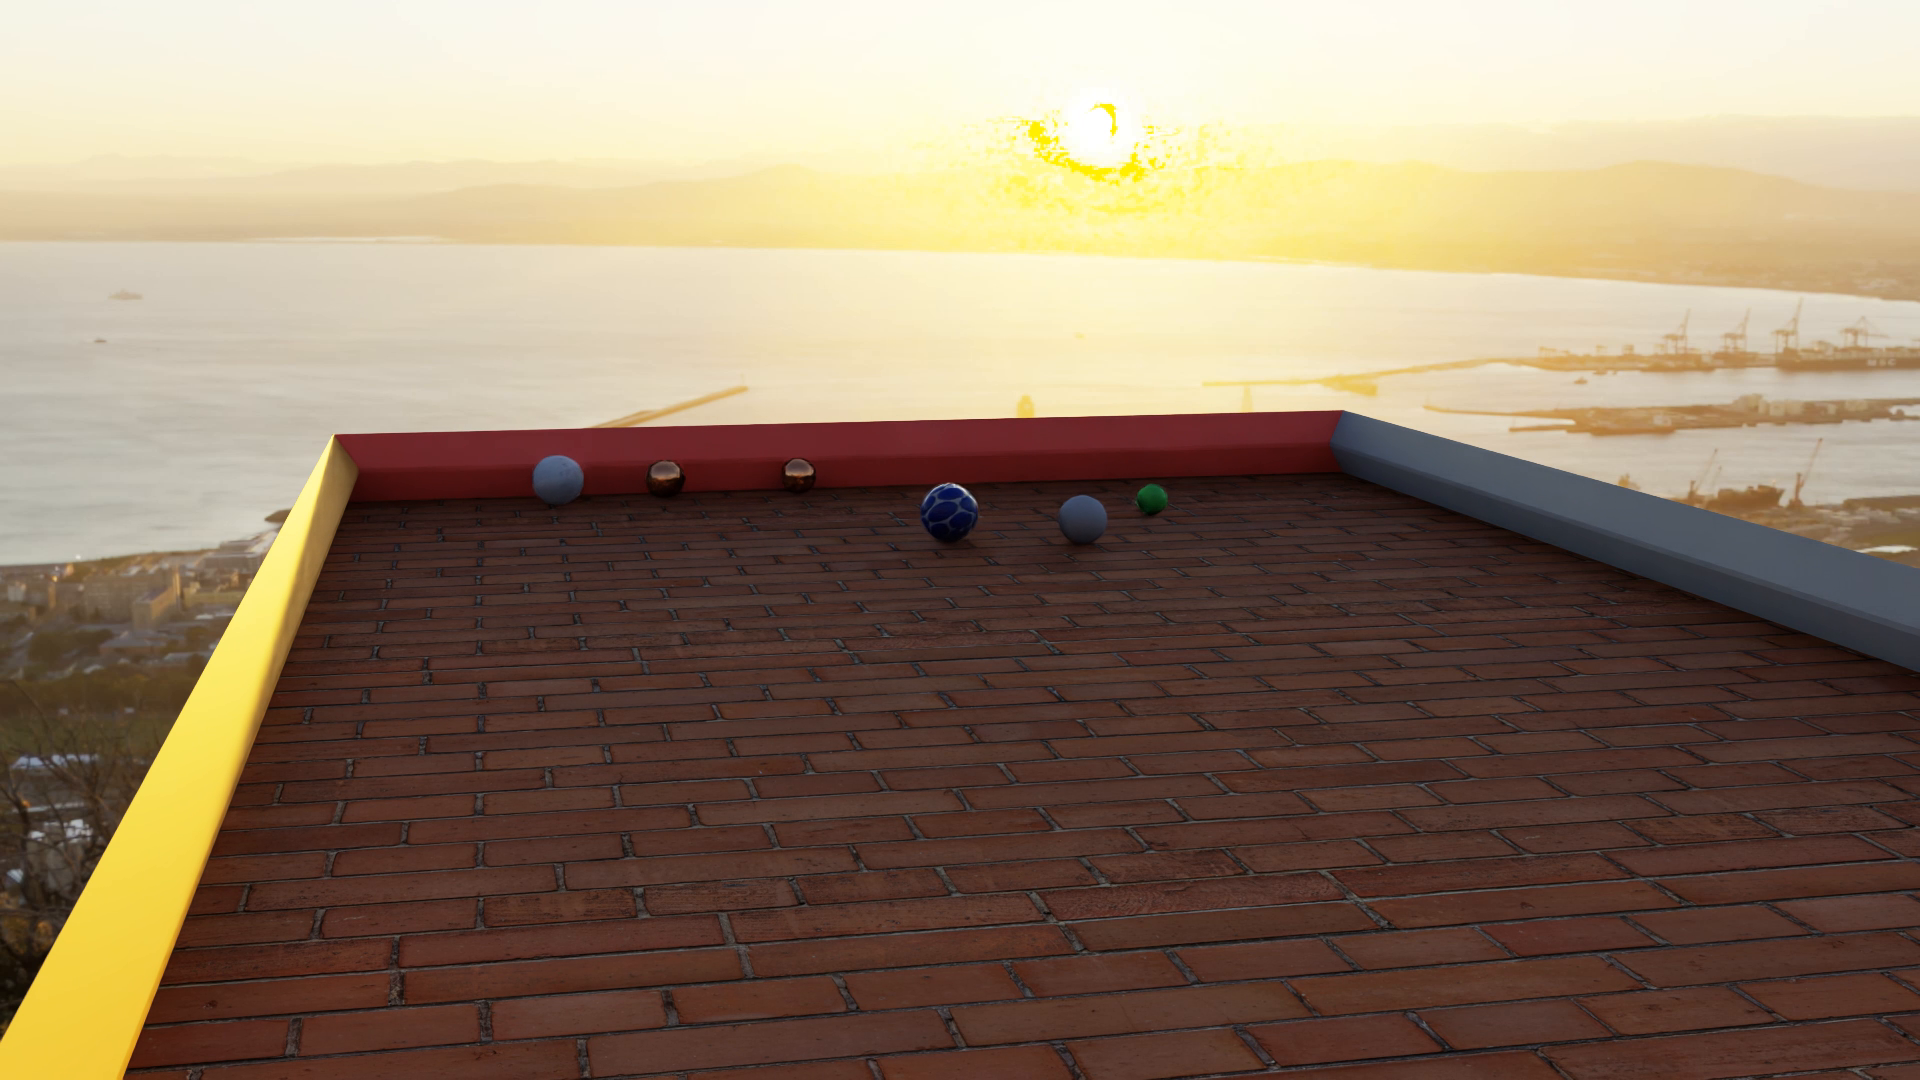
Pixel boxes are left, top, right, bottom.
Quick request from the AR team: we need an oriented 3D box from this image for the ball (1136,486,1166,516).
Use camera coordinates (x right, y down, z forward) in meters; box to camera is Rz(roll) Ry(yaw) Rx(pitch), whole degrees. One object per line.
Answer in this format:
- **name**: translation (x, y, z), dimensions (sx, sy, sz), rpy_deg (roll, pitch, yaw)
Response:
- **ball**: translation (0.325, -0.067, 3.731), dimensions (0.051, 0.051, 0.051), rpy_deg (0, 10, 0)

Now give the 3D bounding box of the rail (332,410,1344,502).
- **rail**: translation (-0.175, -0.156, 4.054), dimensions (1.893, 0.119, 0.045), rpy_deg (-2, 10, -12)

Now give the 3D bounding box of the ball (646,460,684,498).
- **ball**: translation (-0.527, -0.110, 3.934), dimensions (0.069, 0.069, 0.069), rpy_deg (0, 10, 0)

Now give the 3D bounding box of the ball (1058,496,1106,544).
- **ball**: translation (0.191, -0.032, 3.444), dimensions (0.077, 0.077, 0.077), rpy_deg (0, 10, 0)

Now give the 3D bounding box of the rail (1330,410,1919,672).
- **rail**: translation (1.082, 0.083, 2.628), dimensions (0.045, 0.119, 3.405), rpy_deg (-2, 10, -12)

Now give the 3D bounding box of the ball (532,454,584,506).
- **ball**: translation (-0.703, -0.105, 3.850), dimensions (0.088, 0.088, 0.088), rpy_deg (0, 10, 0)

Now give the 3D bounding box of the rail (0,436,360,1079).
- **rail**: translation (-0.722, 0.148, 2.243), dimensions (0.045, 0.119, 3.405), rpy_deg (-2, 10, -12)

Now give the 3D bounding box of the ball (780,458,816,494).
- **ball**: translation (-0.293, -0.117, 3.988), dimensions (0.065, 0.065, 0.065), rpy_deg (0, 10, 0)

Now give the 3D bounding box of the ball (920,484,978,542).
- **ball**: translation (-0.016, -0.043, 3.467), dimensions (0.091, 0.091, 0.091), rpy_deg (0, 10, 0)
